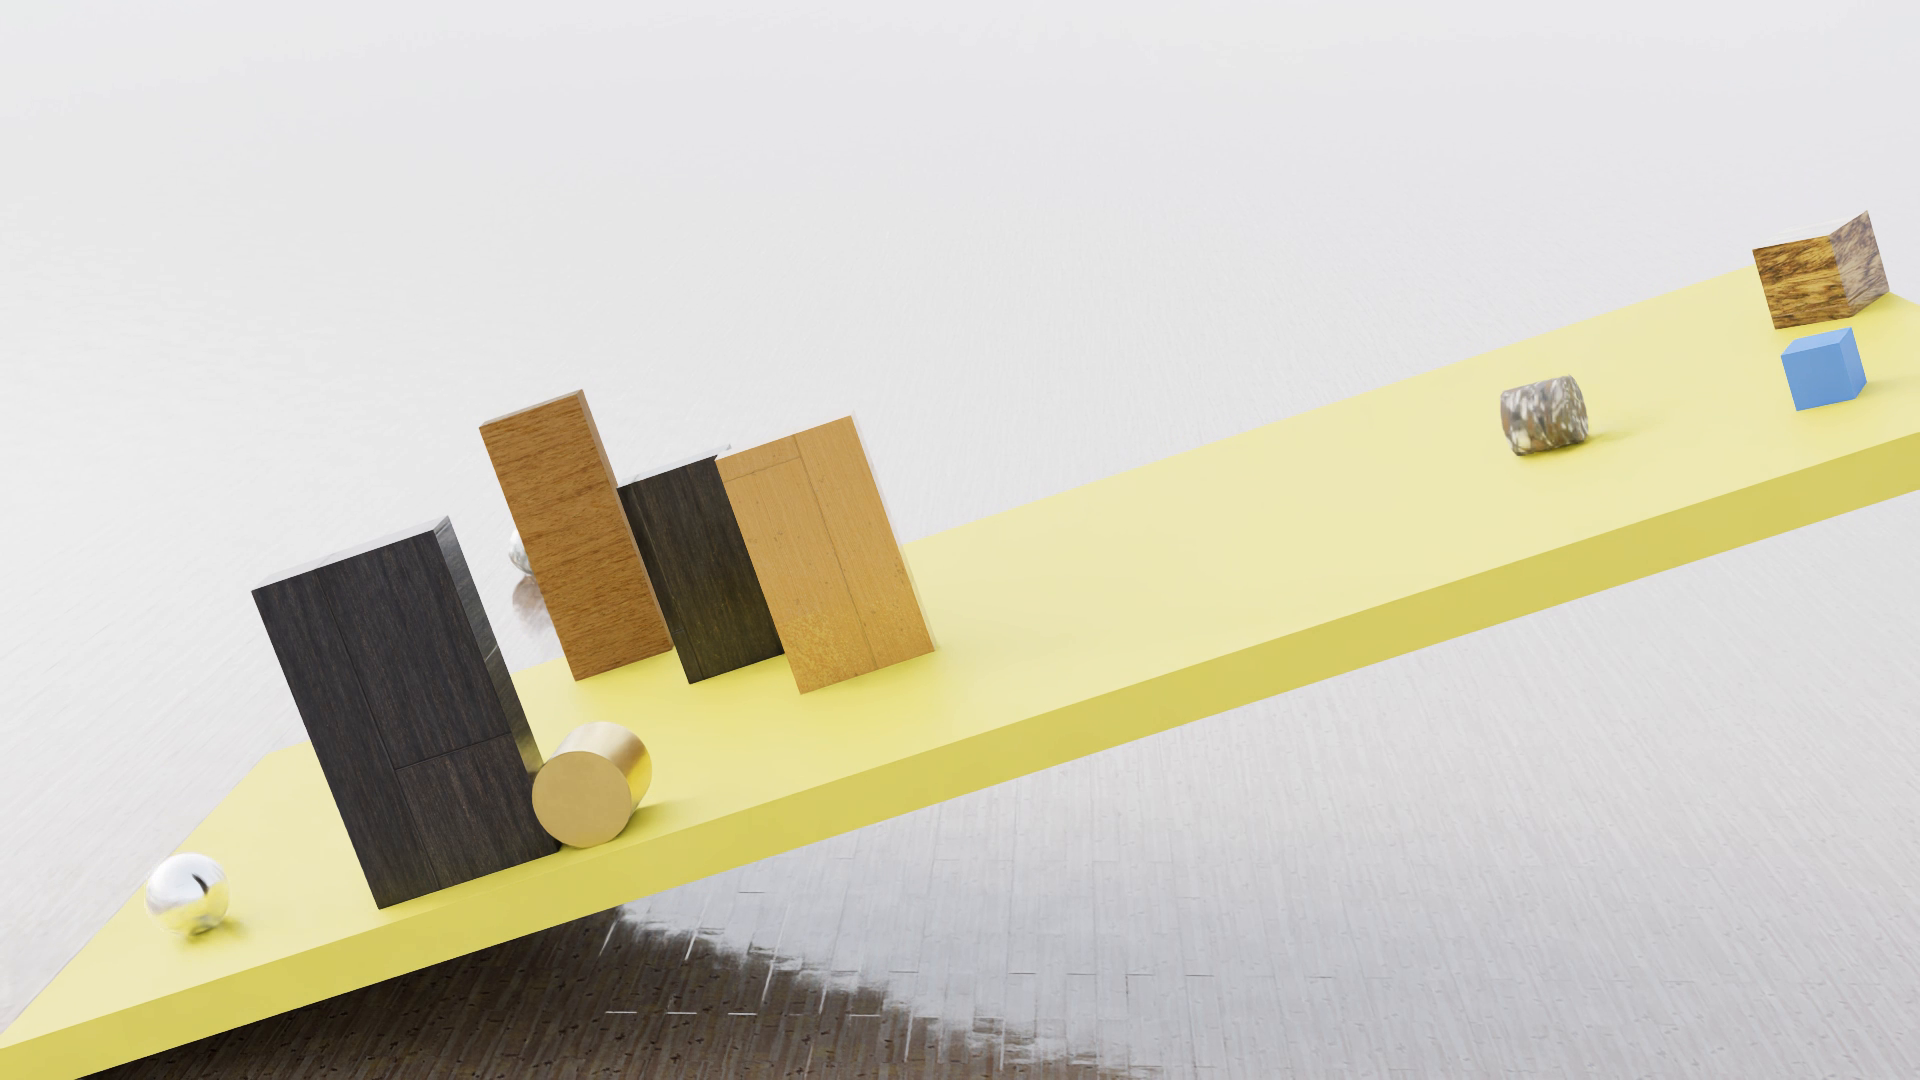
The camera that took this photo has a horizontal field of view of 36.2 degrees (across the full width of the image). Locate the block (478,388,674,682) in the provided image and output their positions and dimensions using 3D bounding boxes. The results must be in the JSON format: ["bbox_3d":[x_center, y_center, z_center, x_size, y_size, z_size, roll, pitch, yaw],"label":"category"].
[{"bbox_3d":[-0.907,-0.010,6.998,0.248,0.651,0.086,-18,11,6],"label":"block"}]

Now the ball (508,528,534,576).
[{"bbox_3d":[-1.428,0.025,9.893,0.187,0.187,0.187,0,12,0],"label":"ball"}]

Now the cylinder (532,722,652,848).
[{"bbox_3d":[-0.692,0.459,5.543,0.189,0.189,0.189,1,13,6],"label":"cylinder"}]

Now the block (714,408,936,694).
[{"bbox_3d":[-0.275,0.025,6.076,0.295,0.522,0.084,-18,11,6],"label":"block"}]

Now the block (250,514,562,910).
[{"bbox_3d":[-1.031,0.326,5.547,0.364,0.654,0.135,-18,11,6],"label":"block"}]

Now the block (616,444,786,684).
[{"bbox_3d":[-0.558,0.054,6.559,0.255,0.471,0.109,-18,11,6],"label":"block"}]

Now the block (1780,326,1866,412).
[{"bbox_3d":[1.639,-0.324,5.578,0.112,0.112,0.112,-12,13,32],"label":"block"}]

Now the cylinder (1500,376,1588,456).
[{"bbox_3d":[1.181,-0.252,5.947,0.137,0.137,0.137,-13,5,28],"label":"cylinder"}]

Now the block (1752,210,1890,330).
[{"bbox_3d":[1.841,-0.577,6.288,0.182,0.182,0.182,-8,16,46],"label":"block"}]

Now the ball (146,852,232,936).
[{"bbox_3d":[-1.535,0.704,5.854,0.165,0.165,0.165,0,12,0],"label":"ball"}]

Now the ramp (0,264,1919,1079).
[{"bbox_3d":[0.108,0.180,6.304,4.000,0.100,2.000,-18,11,6],"label":"ramp"}]
